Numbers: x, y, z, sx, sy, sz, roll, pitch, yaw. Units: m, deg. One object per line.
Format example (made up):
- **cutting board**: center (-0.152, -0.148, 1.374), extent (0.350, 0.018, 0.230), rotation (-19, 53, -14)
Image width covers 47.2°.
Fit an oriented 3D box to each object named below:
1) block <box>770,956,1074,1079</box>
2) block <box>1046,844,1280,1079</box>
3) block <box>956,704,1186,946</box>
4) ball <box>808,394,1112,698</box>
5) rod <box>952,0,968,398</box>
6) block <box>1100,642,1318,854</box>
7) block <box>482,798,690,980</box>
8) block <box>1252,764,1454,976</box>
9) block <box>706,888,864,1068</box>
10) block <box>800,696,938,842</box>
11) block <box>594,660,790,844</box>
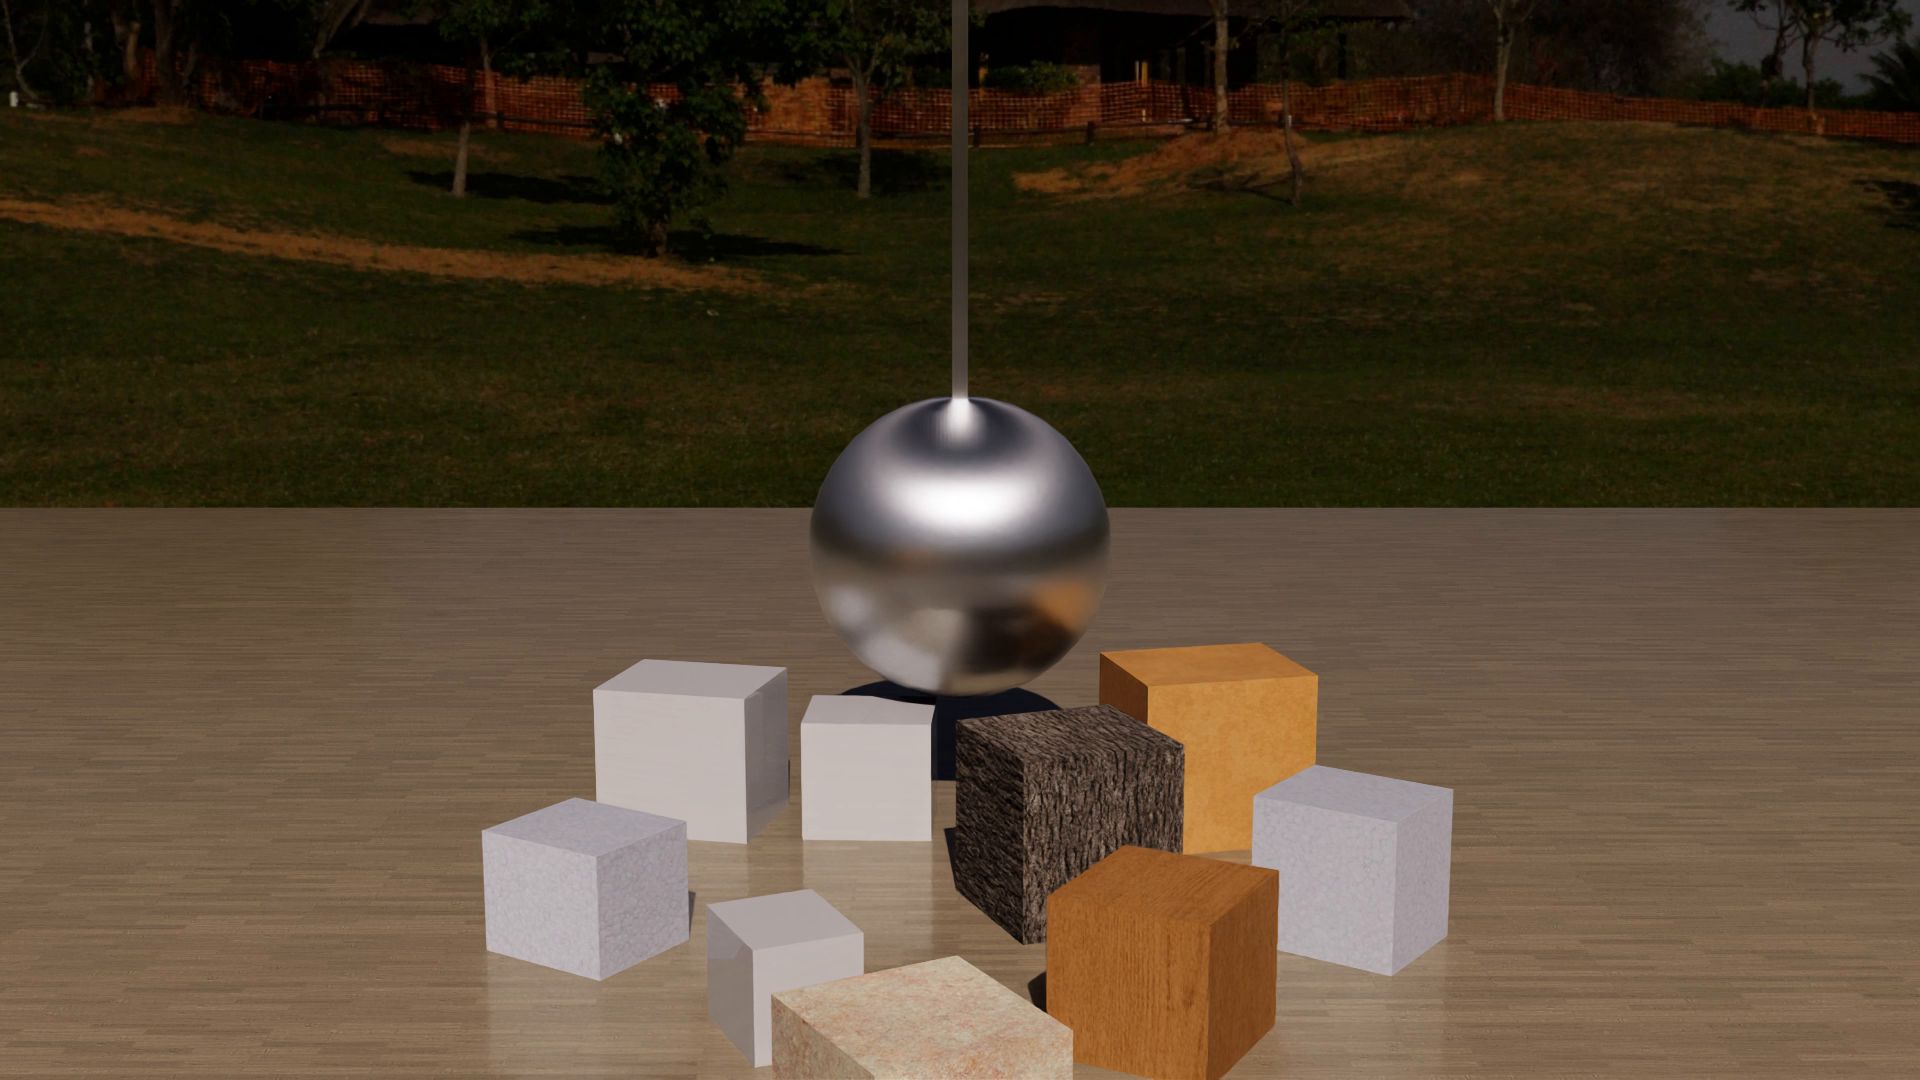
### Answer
- **block**: center (-0.134, 1.883, 7.192), extent (0.706, 0.721, 0.752), rotation (-6, 12, -29)
- **block**: center (0.801, 1.657, 8.634), extent (0.672, 0.651, 0.713), rotation (6, 12, 28)
- **block**: center (0.495, 1.290, 10.147), extent (0.791, 0.832, 0.783), rotation (-4, 11, -22)
- **ball**: center (0.000, 0.035, 11.596), extent (1.600, 1.600, 1.600), rotation (0, 10, 0)
- **rod**: center (0.000, -3.262, 10.764), extent (0.080, 5.200, 0.080), rotation (0, 14, 0)
- **block**: center (1.257, 1.060, 11.296), extent (0.895, 0.873, 0.759), rotation (-3, 11, -14)
- **block**: center (-1.642, 1.520, 9.674), extent (0.662, 0.547, 0.586), rotation (7, 12, 32)
- **block**: center (1.731, 1.444, 9.726), extent (0.677, 0.679, 0.598), rotation (7, 13, 35)
- **block**: center (-0.698, 1.728, 8.735), extent (0.454, 0.474, 0.560), rotation (-5, 11, -24)
- **block**: center (-0.461, 1.175, 11.398), extent (0.656, 0.610, 0.572), rotation (0, 10, 2)
- **block**: center (-1.389, 1.088, 11.471), extent (0.808, 0.754, 0.687), rotation (2, 11, 13)
